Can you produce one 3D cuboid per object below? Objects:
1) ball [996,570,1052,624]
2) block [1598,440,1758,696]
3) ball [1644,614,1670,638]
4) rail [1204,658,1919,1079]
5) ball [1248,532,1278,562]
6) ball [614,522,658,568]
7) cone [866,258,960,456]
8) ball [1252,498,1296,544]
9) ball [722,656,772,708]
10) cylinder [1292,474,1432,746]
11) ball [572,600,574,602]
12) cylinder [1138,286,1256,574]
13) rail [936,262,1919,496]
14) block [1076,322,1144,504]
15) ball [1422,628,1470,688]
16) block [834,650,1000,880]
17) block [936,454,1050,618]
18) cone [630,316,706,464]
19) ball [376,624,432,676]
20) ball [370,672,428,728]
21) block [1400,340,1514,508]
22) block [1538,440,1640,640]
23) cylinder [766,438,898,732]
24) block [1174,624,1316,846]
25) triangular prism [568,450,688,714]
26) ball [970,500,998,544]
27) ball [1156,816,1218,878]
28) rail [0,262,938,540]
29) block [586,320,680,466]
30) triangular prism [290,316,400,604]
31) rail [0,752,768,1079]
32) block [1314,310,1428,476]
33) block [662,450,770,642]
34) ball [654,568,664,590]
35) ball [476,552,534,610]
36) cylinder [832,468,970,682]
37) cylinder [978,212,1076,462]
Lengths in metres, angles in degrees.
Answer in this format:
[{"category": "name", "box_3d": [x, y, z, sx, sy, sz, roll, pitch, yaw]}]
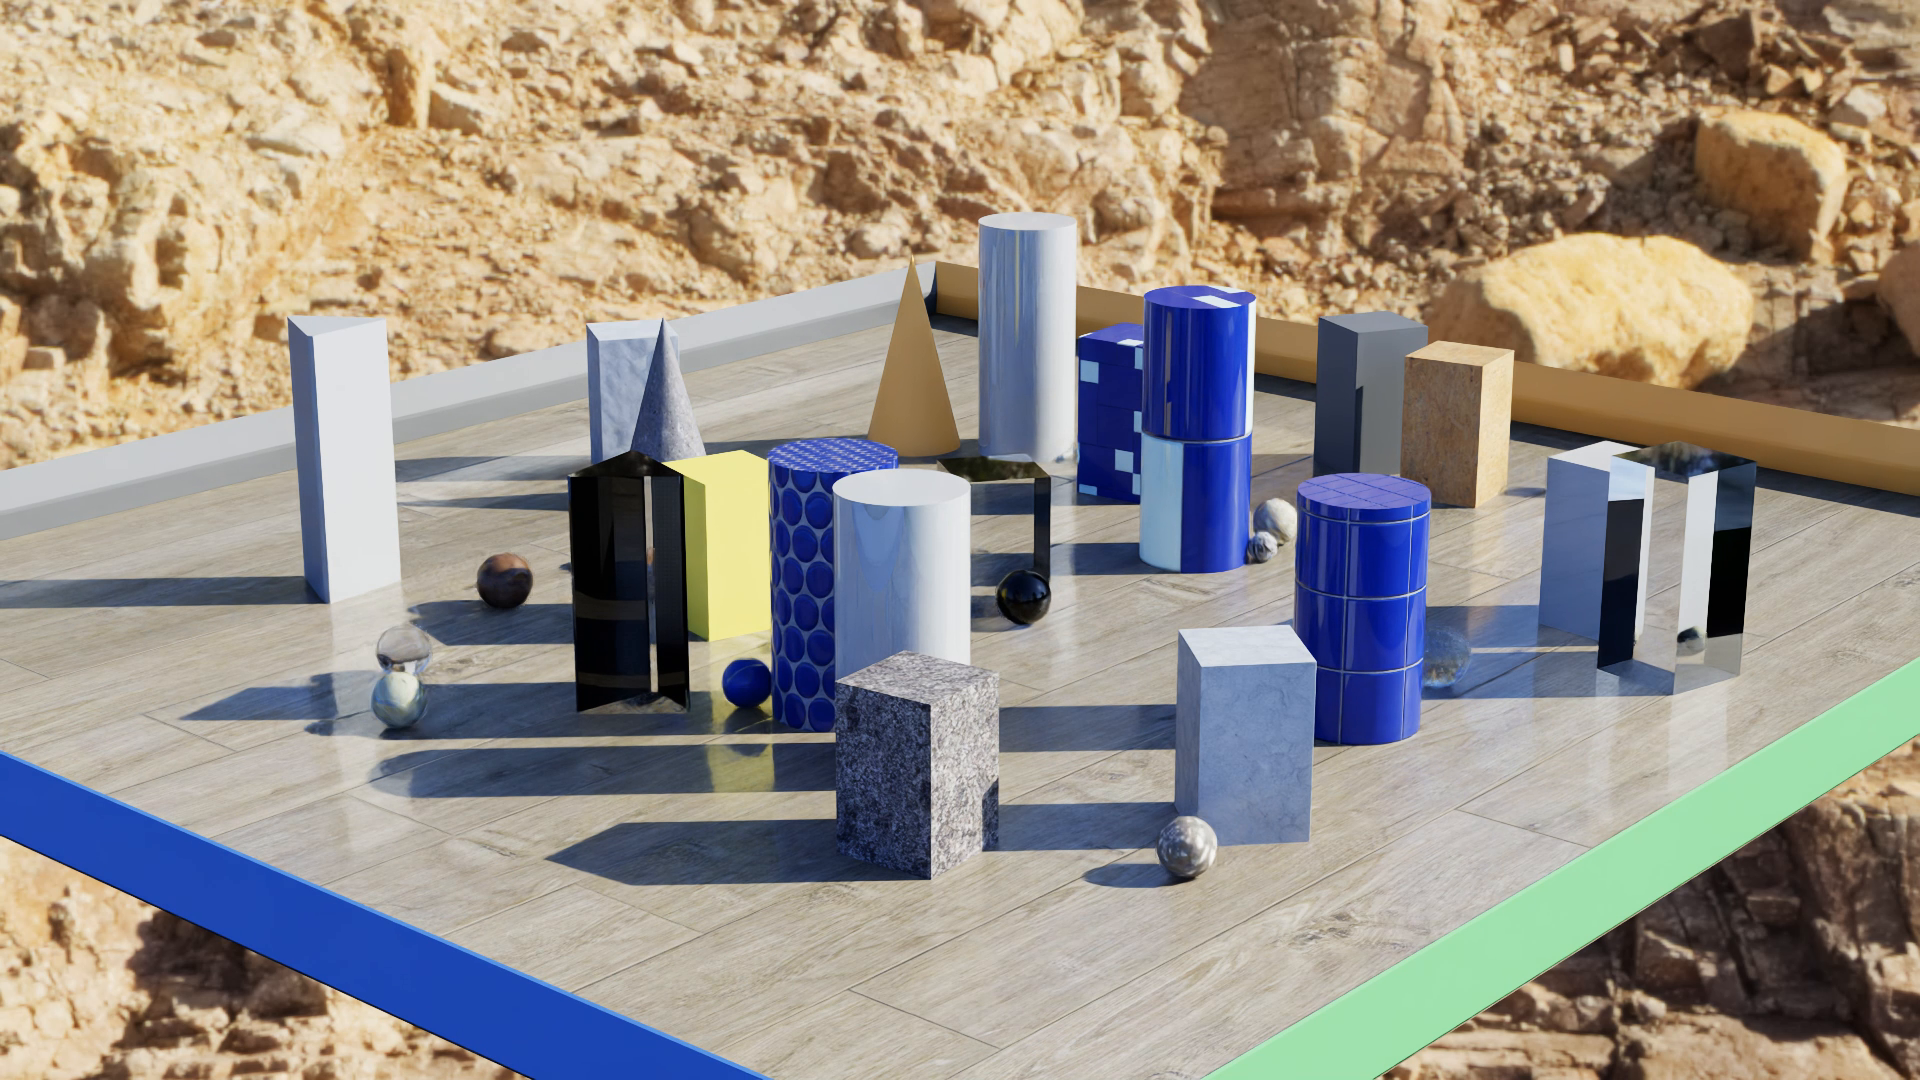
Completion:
[{"category": "ball", "box_3d": [0.109, 0.097, 4.972, 0.094, 0.094, 0.094, 0, 17, 0]}, {"category": "block", "box_3d": [1.146, 0.043, 4.693, 0.160, 0.358, 0.160, -12, 20, -34]}, {"category": "ball", "box_3d": [1.166, 0.144, 4.903, 0.043, 0.043, 0.043, 0, 17, 0]}, {"category": "rail", "box_3d": [1.162, 0.323, 4.154, 0.045, 0.130, 3.414, 14, 22, 39]}, {"category": "ball", "box_3d": [0.550, 0.012, 5.322, 0.053, 0.053, 0.053, 0, 17, 0]}, {"category": "ball", "box_3d": [-0.585, 0.009, 5.289, 0.081, 0.081, 0.081, 0, 17, 0]}, {"category": "cone", "box_3d": [-0.098, -0.393, 6.060, 0.199, 0.404, 0.199, 0, 17, 0]}, {"category": "ball", "box_3d": [0.583, -0.033, 5.418, 0.086, 0.086, 0.086, 0, 17, 0]}, {"category": "ball", "box_3d": [-0.332, 0.223, 4.576, 0.080, 0.080, 0.080, 0, 17, 0]}, {"category": "cylinder", "box_3d": [0.608, 0.104, 4.465, 0.199, 0.372, 0.199, 0, 17, 0]}, {"category": "ball", "box_3d": [-0.612, 0.092, 4.985, 0.096, 0.096, 0.096, 0, 17, 0]}, {"category": "cylinder", "box_3d": [0.426, -0.200, 5.281, 0.199, 0.485, 0.199, 0, 17, 0]}, {"category": "rail", "box_3d": [1.104, -0.334, 6.337, 3.125, 0.130, 0.045, 14, 22, 39]}, {"category": "block", "box_3d": [0.342, -0.250, 5.744, 0.160, 0.312, 0.160, 12, 20, 34]}, {"category": "ball", "box_3d": [0.762, 0.187, 4.668, 0.096, 0.096, 0.096, 0, 17, 0]}, {"category": "block", "box_3d": [-0.058, 0.305, 4.009, 0.160, 0.250, 0.160, 11, 20, 33]}, {"category": "block", "box_3d": [0.057, -0.008, 5.063, 0.160, 0.241, 0.160, -4, 17, -14]}, {"category": "cone", "box_3d": [-0.568, -0.254, 5.661, 0.199, 0.368, 0.199, 0, 17, 0]}, {"category": "ball", "box_3d": [-0.893, 0.179, 4.708, 0.088, 0.088, 0.088, 0, 17, 0]}, {"category": "ball", "box_3d": [-0.859, 0.245, 4.493, 0.086, 0.086, 0.086, 0, 17, 0]}, {"category": "block", "box_3d": [0.969, -0.227, 5.723, 0.160, 0.281, 0.160, 10, 19, 30]}, {"category": "block", "box_3d": [1.096, 0.003, 4.938, 0.160, 0.293, 0.160, -14, 22, -40]}, {"category": "cylinder", "box_3d": [-0.193, 0.068, 4.514, 0.199, 0.412, 0.199, 0, 17, 0]}, {"category": "block", "box_3d": [0.396, 0.272, 4.093, 0.160, 0.265, 0.160, -2, 17, -7]}, {"category": "triangular prism", "box_3d": [-0.510, 0.064, 4.579, 0.173, 0.383, 0.150, 0, 17, -1]}, {"category": "ball", "box_3d": [0.029, -0.032, 5.420, 0.082, 0.082, 0.082, 0, 17, 0]}, {"category": "ball", "box_3d": [0.305, 0.412, 3.943, 0.083, 0.083, 0.083, 0, 17, 0]}, {"category": "rail", "box_3d": [-1.162, -0.258, 6.086, 0.045, 0.130, 3.414, 14, 22, 39]}, {"category": "block", "box_3d": [-0.657, -0.285, 5.909, 0.160, 0.285, 0.160, -5, 17, -15]}, {"category": "triangular prism", "box_3d": [-1.107, -0.150, 5.128, 0.150, 0.476, 0.173, 12, 21, 35]}, {"category": "rail", "box_3d": [-1.104, 0.399, 3.903, 3.125, 0.130, 0.045, 14, 22, 39]}, {"category": "block", "box_3d": [0.827, -0.294, 5.914, 0.160, 0.299, 0.160, -7, 18, -21]}, {"category": "block", "box_3d": [-0.396, 0.008, 4.959, 0.160, 0.272, 0.160, -11, 20, -32]}, {"category": "ball", "box_3d": [-0.515, 0.069, 5.153, 0.043, 0.043, 0.043, 0, 17, 0]}, {"category": "ball", "box_3d": [-0.785, 0.071, 5.052, 0.098, 0.098, 0.098, 0, 17, 0]}, {"category": "cylinder", "box_3d": [-0.084, 0.128, 4.287, 0.199, 0.428, 0.199, 0, 17, 0]}, {"category": "cylinder", "box_3d": [0.137, -0.416, 6.002, 0.199, 0.481, 0.199, 0, 17, 0]}]
